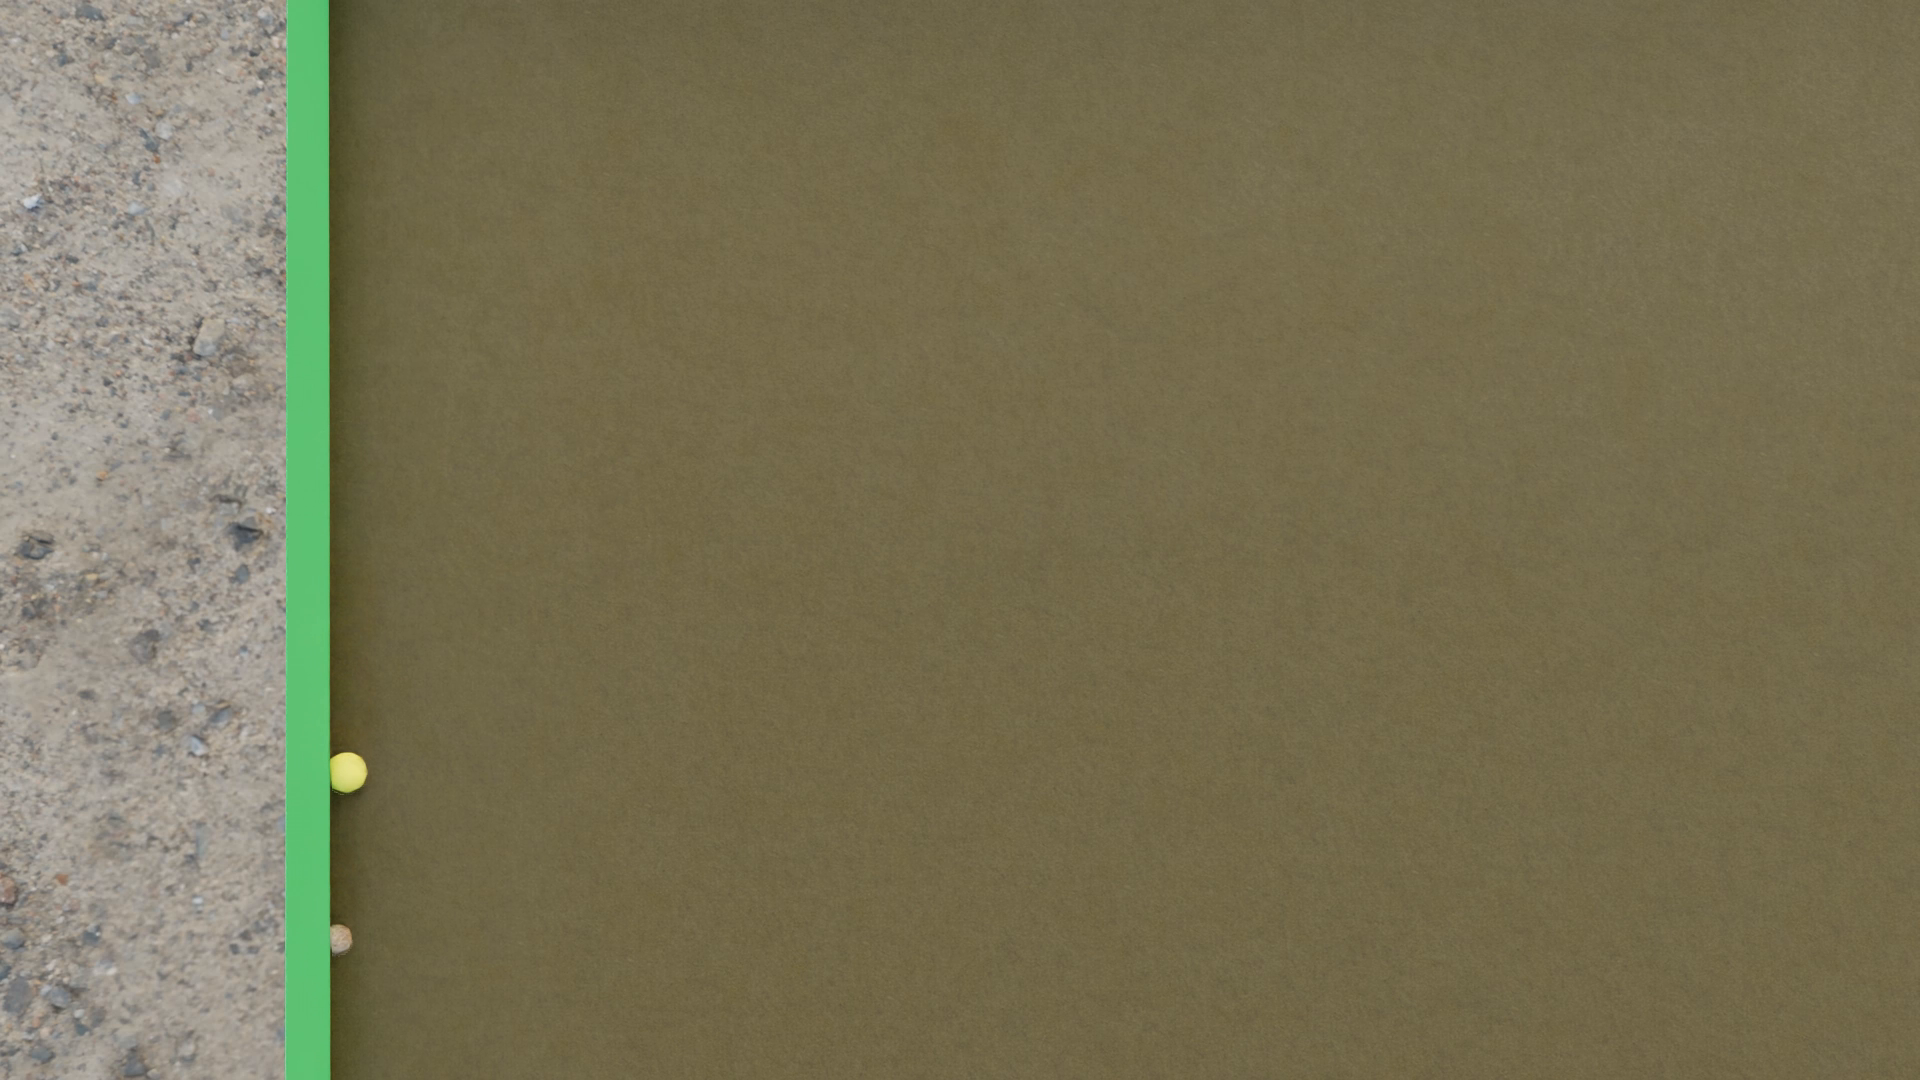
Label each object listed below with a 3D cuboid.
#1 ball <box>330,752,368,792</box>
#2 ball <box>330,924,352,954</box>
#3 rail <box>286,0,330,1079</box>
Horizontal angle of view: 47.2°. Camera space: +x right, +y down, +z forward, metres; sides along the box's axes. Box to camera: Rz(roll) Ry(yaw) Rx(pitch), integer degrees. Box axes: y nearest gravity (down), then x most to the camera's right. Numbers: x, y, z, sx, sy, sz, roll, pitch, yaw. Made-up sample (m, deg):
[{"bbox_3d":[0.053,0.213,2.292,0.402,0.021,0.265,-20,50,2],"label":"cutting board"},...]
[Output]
[{"bbox_3d":[-0.900,0.340,3.224,0.059,0.059,0.059,0,82,0],"label":"ball"},{"bbox_3d":[-0.906,0.580,3.198,0.043,0.043,0.043,0,82,0],"label":"ball"},{"bbox_3d":[-0.951,0.034,3.236,0.045,0.119,2.166,-2,82,0],"label":"rail"}]
